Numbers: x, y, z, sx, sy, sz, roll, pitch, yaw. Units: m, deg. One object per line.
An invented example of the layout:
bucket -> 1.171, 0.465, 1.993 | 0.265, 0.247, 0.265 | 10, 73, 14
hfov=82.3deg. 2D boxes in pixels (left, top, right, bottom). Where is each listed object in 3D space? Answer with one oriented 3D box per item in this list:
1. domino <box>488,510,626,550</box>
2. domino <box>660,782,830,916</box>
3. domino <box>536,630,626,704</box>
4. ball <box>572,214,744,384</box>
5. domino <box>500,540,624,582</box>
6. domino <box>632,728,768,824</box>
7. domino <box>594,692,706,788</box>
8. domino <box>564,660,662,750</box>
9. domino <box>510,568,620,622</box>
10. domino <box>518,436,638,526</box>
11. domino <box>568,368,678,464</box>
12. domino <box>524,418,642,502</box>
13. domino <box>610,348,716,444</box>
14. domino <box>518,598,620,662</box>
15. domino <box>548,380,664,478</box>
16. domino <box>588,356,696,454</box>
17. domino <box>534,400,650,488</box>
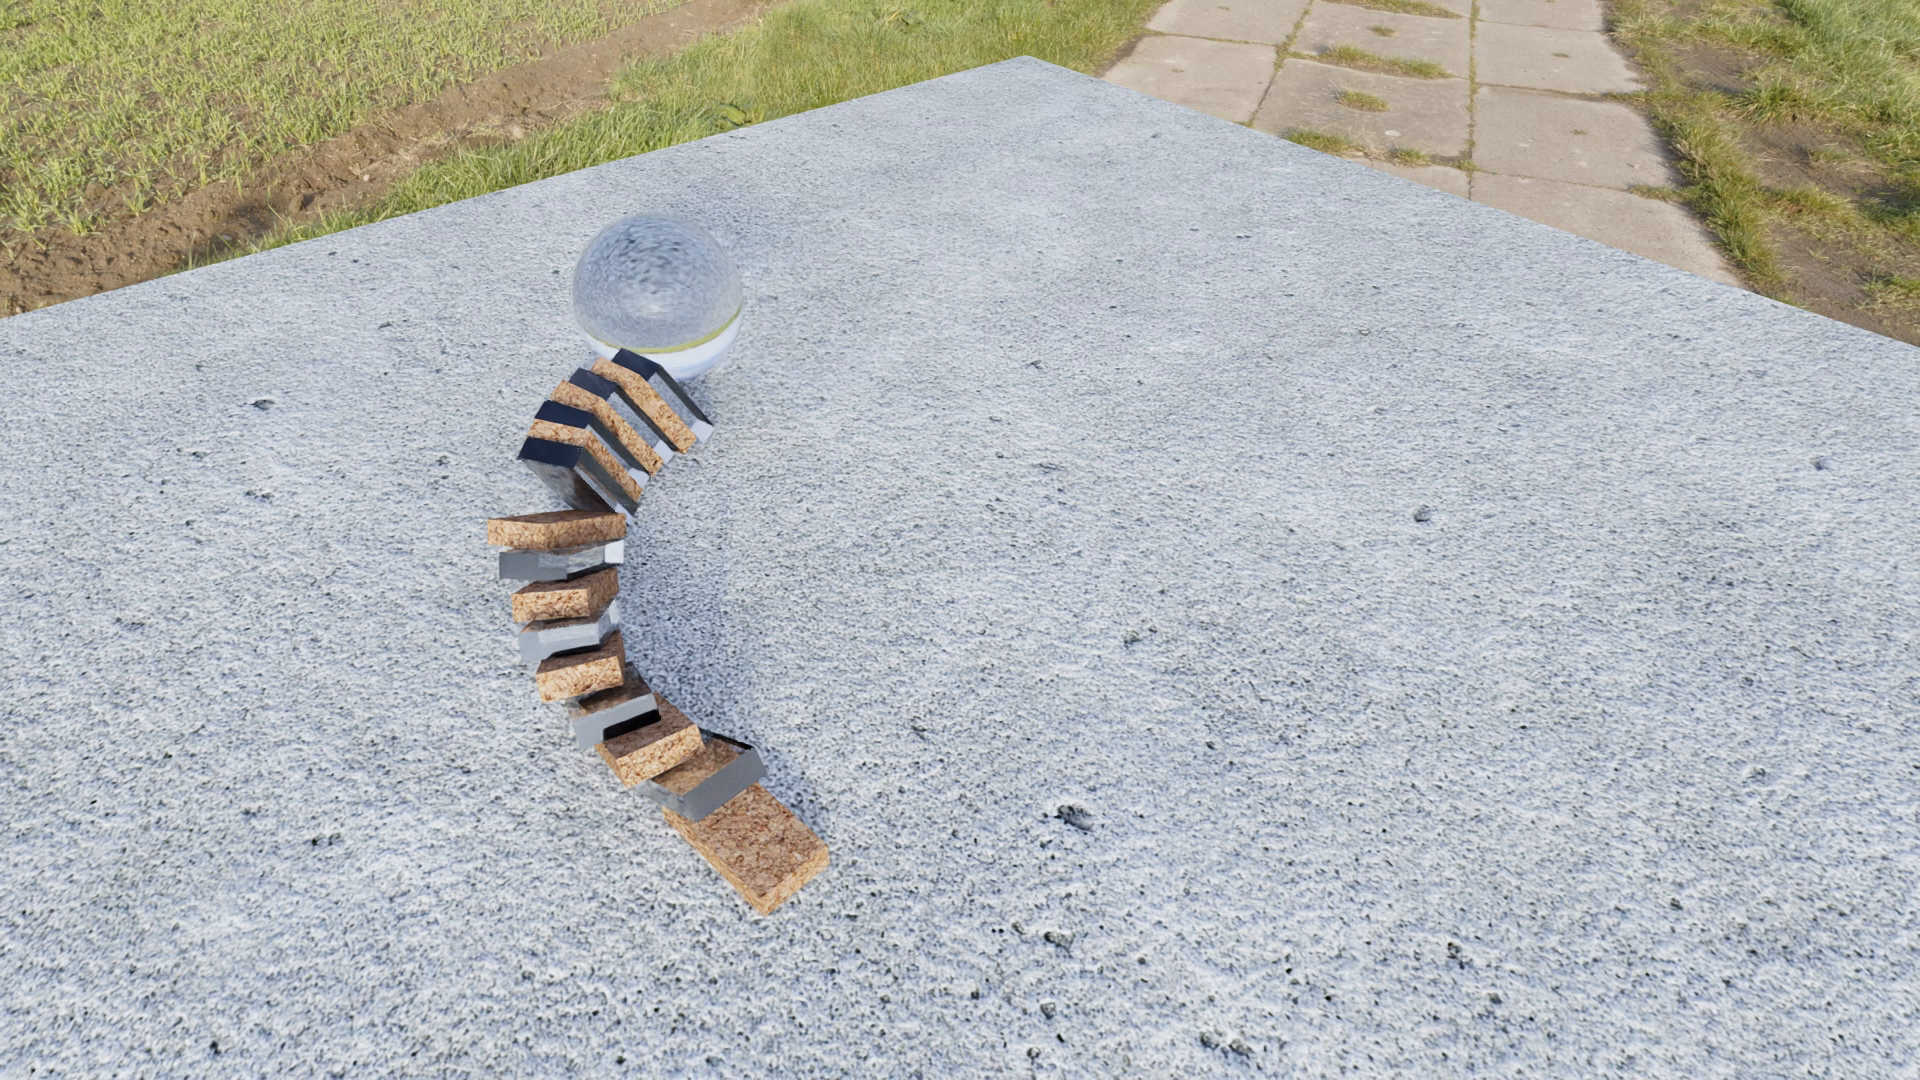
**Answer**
domino -> -0.155, -0.004, 0.427 | 0.025, 0.010, 0.050 | 5, 7, 18
domino -> -0.066, 0.089, 0.335 | 0.050, 0.010, 0.025 | 31, 49, 32
domino -> -0.127, 0.042, 0.372 | 0.025, 0.010, 0.050 | -12, 9, -15
ball -> -0.144, -0.115, 0.529 | 0.080, 0.080, 0.080 | 0, 39, 0
domino -> -0.149, 0.007, 0.415 | 0.025, 0.010, 0.050 | 3, 7, 6
domino -> -0.082, 0.071, 0.338 | 0.025, 0.009, 0.050 | -33, 19, -32
domino -> -0.101, 0.062, 0.349 | 0.025, 0.010, 0.050 | -23, 15, -25
domino -> -0.115, 0.053, 0.360 | 0.025, 0.009, 0.050 | -19, 13, -21
domino -> -0.142, 0.019, 0.400 | 0.025, 0.010, 0.050 | -4, 7, -5
domino -> -0.152, -0.023, 0.440 | 0.025, 0.050, 0.009 | 11, 68, 15
domino -> -0.146, -0.053, 0.478 | 0.025, 0.050, 0.010 | 25, 73, 27
domino -> -0.153, -0.031, 0.450 | 0.025, 0.050, 0.010 | 13, 68, 15
domino -> -0.132, -0.064, 0.490 | 0.025, 0.050, 0.009 | 25, 73, 27
domino -> -0.136, 0.031, 0.386 | 0.025, 0.010, 0.050 | -8, 8, -9
domino -> -0.150, -0.047, 0.470 | 0.025, 0.050, 0.009 | 25, 73, 27
domino -> -0.139, -0.059, 0.484 | 0.025, 0.050, 0.010 | 25, 73, 27
domino -> -0.153, -0.039, 0.460 | 0.025, 0.050, 0.010 | 17, 70, 20
